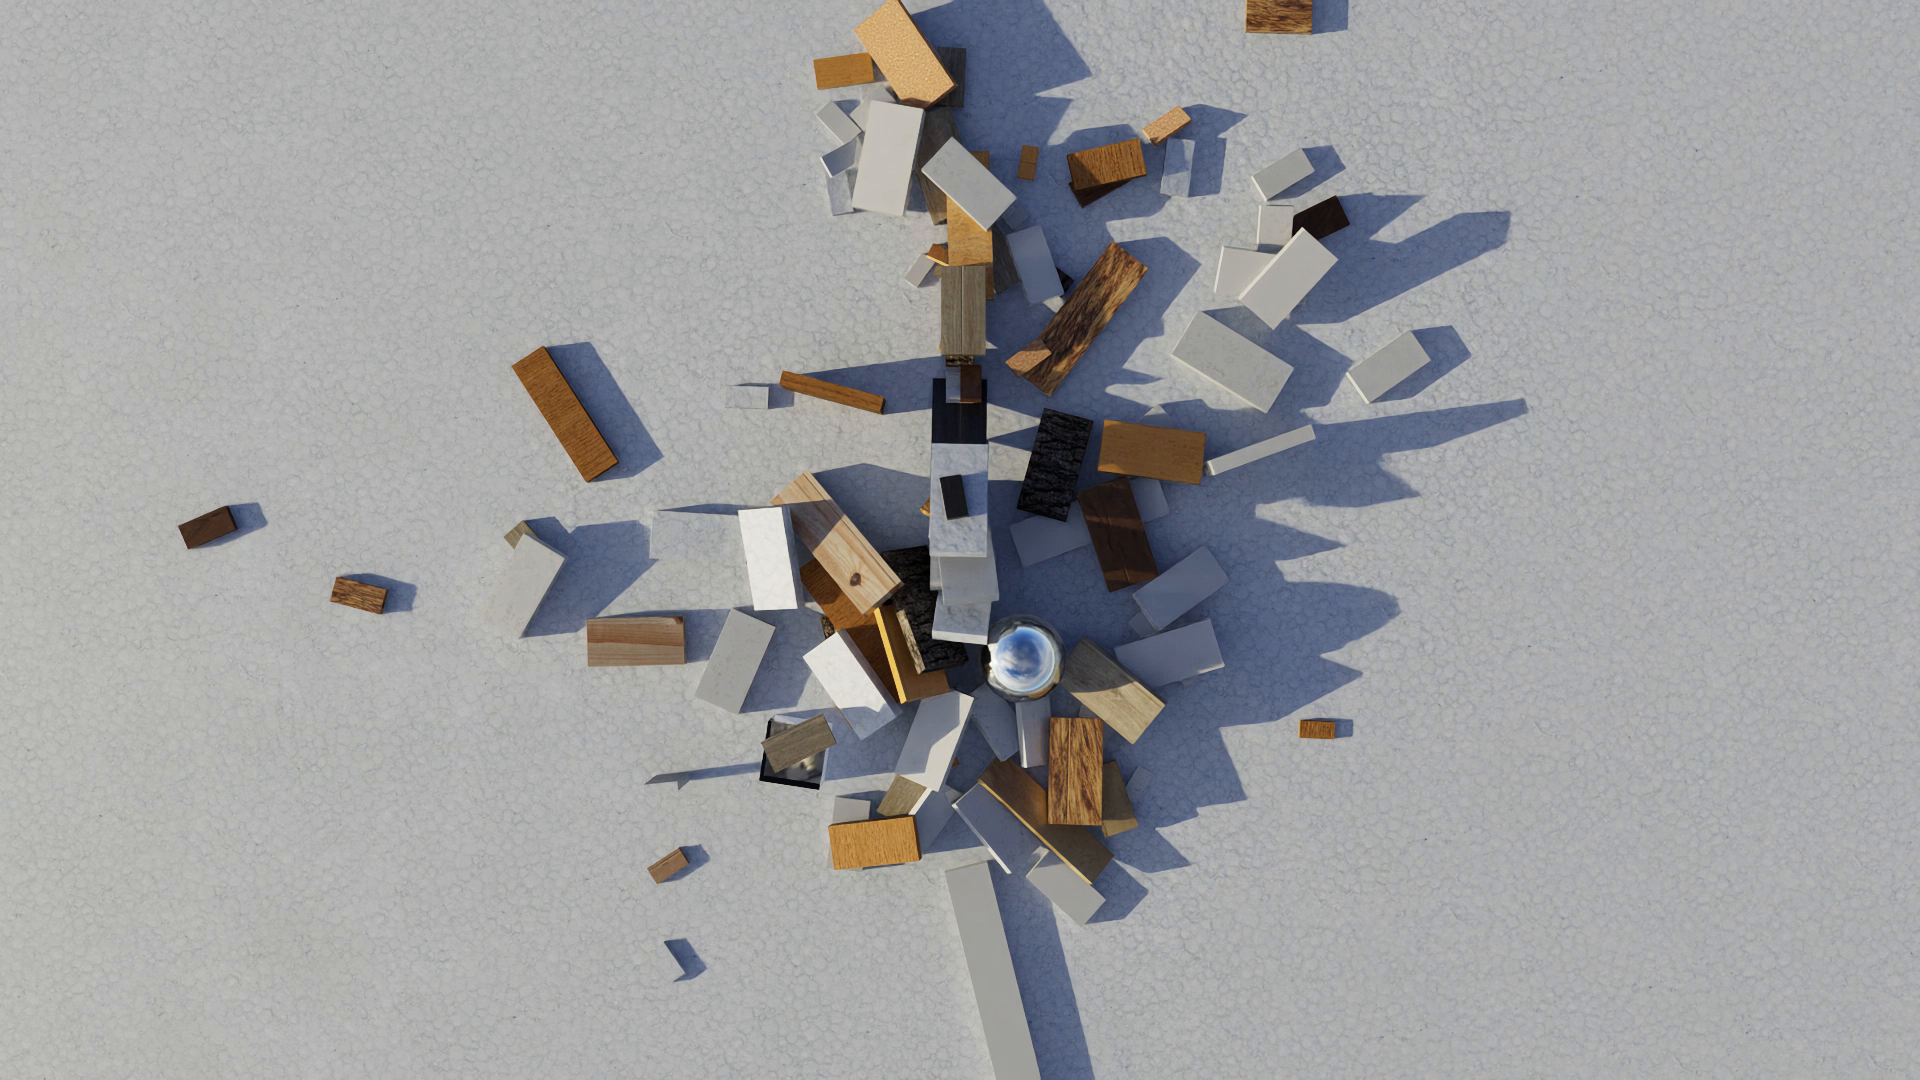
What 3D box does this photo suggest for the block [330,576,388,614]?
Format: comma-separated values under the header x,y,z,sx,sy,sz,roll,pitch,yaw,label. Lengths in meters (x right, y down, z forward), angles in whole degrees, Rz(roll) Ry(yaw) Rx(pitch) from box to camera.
x,y,z,sx,sy,sz,roll,pitch,yaw,label
-1.999,0.184,5.488,0.171,0.024,0.086,15,90,0,block

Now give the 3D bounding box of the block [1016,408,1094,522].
x,y,z,sx,sy,sz,roll,pitch,yaw,label
0.314,-0.248,5.452,0.169,0.048,0.344,15,84,4,block

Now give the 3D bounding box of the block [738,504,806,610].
x,y,z,sx,sy,sz,roll,pitch,yaw,label
-0.618,0.058,5.414,0.168,0.048,0.337,-3,100,28,block

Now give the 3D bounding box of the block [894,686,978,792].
x,y,z,sx,sy,sz,roll,pitch,yaw,label
-0.079,0.641,5.409,0.164,0.046,0.328,21,91,17,block

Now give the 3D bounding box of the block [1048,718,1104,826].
x,y,z,sx,sy,sz,roll,pitch,yaw,label
0.380,0.760,5.427,0.173,0.049,0.347,1,85,1,block

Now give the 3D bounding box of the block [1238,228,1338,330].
x,y,z,sx,sy,sz,roll,pitch,yaw,label
1.075,-0.857,5.408,0.152,0.043,0.304,38,106,-12,block

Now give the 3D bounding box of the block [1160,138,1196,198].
x,y,z,sx,sy,sz,roll,pitch,yaw,label
0.723,-1.240,5.487,0.093,0.026,0.186,7,90,0,block

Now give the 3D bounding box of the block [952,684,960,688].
x,y,z,sx,sy,sz,roll,pitch,yaw,label
-0.052,0.536,5.490,0.136,0.019,0.068,-23,90,0,block

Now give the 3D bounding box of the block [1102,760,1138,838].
x,y,z,sx,sy,sz,roll,pitch,yaw,label
0.498,0.856,5.467,0.116,0.033,0.231,-18,90,0,block

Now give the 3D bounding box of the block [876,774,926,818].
x,y,z,sx,sy,sz,roll,pitch,yaw,label
-0.142,0.778,5.471,0.118,0.034,0.340,29,93,2,block

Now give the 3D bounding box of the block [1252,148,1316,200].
x,y,z,sx,sy,sz,roll,pitch,yaw,label
1.075,-1.217,5.487,0.186,0.026,0.093,-31,90,0,block

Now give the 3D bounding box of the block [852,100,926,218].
x,y,z,sx,sy,sz,roll,pitch,yaw,label
-0.235,-1.256,5.438,0.175,0.050,0.351,12,95,9,block

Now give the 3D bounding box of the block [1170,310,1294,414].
x,y,z,sx,sy,sz,roll,pitch,yaw,label
0.903,-0.591,5.475,0.371,0.049,0.173,31,90,0,block

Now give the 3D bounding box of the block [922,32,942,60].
x,y,z,sx,sy,sz,roll,pitch,yaw,label
-0.154,-1.639,5.469,0.095,0.027,0.191,-37,89,20,block

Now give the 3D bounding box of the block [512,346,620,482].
x,y,z,sx,sy,sz,roll,pitch,yaw,label
-1.311,-0.417,5.482,0.125,0.035,0.458,-33,90,0,block

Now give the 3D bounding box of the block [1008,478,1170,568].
x,y,z,sx,sy,sz,roll,pitch,yaw,label
0.429,-0.068,5.479,0.518,0.042,0.147,-20,90,0,block

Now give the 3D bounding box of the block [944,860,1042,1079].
x,y,z,sx,sy,sz,roll,pitch,yaw,label
0.117,1.477,5.479,0.145,0.041,0.809,-14,90,0,block

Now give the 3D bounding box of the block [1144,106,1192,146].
x,y,z,sx,sy,sz,roll,pitch,yaw,label
0.688,-1.375,5.476,0.144,0.020,0.072,-34,66,0,block

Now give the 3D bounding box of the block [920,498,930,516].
x,y,z,sx,sy,sz,roll,pitch,yaw,label
-0.046,-0.087,5.340,0.146,0.021,0.073,30,62,14,block

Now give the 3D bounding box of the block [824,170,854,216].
x,y,z,sx,sy,sz,roll,pitch,yaw,label
-0.403,-1.157,5.490,0.073,0.021,0.146,-11,90,0,block

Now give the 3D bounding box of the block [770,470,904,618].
x,y,z,sx,sy,sz,roll,pitch,yaw,label
-0.403,0.008,5.386,0.164,0.046,0.517,-41,69,0,block

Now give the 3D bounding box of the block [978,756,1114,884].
x,y,z,sx,sy,sz,roll,pitch,yaw,label
0.283,0.919,5.458,0.508,0.035,0.123,43,67,0,block

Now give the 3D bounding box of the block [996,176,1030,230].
x,y,z,sx,sy,sz,roll,pitch,yaw,label
0.147,-1.122,5.490,0.072,0.020,0.178,-39,90,0,block

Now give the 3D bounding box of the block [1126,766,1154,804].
x,y,z,sx,sy,sz,roll,pitch,yaw,label
0.588,0.814,5.492,0.058,0.016,0.115,31,90,0,block

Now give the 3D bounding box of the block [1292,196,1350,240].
x,y,z,sx,sy,sz,roll,pitch,yaw,label
1.173,-1.049,5.485,0.217,0.031,0.108,-26,90,0,block

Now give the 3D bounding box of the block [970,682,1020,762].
x,y,z,sx,sy,sz,roll,pitch,yaw,label
0.119,0.596,5.460,0.123,0.035,0.247,-34,90,-23,block

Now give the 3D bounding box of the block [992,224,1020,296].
x,y,z,sx,sy,sz,roll,pitch,yaw,label
0.109,-0.952,5.483,0.121,0.034,0.246,-32,90,0,block

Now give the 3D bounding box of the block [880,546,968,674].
x,y,z,sx,sy,sz,roll,pitch,yaw,label
-0.122,0.224,5.370,0.173,0.049,0.416,-8,69,-35,block

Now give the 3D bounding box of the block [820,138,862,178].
x,y,z,sx,sy,sz,roll,pitch,yaw,label
-0.384,-1.268,5.466,0.144,0.020,0.072,-32,102,-14,block

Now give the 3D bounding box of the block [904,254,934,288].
x,y,z,sx,sy,sz,roll,pitch,yaw,label
-0.134,-0.898,5.493,0.053,0.015,0.105,35,90,0,block

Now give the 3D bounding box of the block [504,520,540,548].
x,y,z,sx,sy,sz,roll,pitch,yaw,label
-1.428,0.027,5.488,0.086,0.024,0.171,-41,90,0,block

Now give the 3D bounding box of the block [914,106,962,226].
x,y,z,sx,sy,sz,roll,pitch,yaw,label
-0.062,-1.242,5.475,0.176,0.050,0.351,-19,90,0,block

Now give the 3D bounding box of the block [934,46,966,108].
x,y,z,sx,sy,sz,roll,pitch,yaw,label
-0.031,-1.539,5.486,0.095,0.027,0.191,3,90,0,block

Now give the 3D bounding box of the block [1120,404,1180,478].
x,y,z,sx,sy,sz,roll,pitch,yaw,label
0.604,-0.324,5.482,0.249,0.035,0.125,-41,90,0,block

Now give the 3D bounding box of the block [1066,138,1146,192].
x,y,z,sx,sy,sz,roll,pitch,yaw,label
0.485,-1.240,5.456,0.242,0.034,0.121,-13,90,0,block

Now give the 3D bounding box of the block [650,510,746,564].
x,y,z,sx,sy,sz,roll,pitch,yaw,label
-0.862,-0.009,5.477,0.319,0.045,0.159,4,90,0,block

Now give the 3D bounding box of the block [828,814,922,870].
x,y,z,sx,sy,sz,roll,pitch,yaw,label
-0.280,0.992,5.414,0.291,0.041,0.145,-9,90,13,block

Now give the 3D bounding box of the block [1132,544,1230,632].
x,y,z,sx,sy,sz,roll,pitch,yaw,label
0.730,0.158,5.449,0.293,0.042,0.147,-34,89,-11,block

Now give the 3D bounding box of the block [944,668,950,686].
x,y,z,sx,sy,sz,roll,pitch,yaw,label
-0.103,0.453,5.490,0.136,0.019,0.068,-4,90,0,block

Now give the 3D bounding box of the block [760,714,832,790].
x,y,z,sx,sy,sz,roll,pitch,yaw,label
-0.535,0.693,5.402,0.196,0.196,0.196,9,90,0,block

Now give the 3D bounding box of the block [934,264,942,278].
x,y,z,sx,sy,sz,roll,pitch,yaw,label
-0.031,-0.887,5.493,0.105,0.015,0.053,25,90,0,block

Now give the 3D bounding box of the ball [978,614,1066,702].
x,y,z,sx,sy,sz,roll,pitch,yaw,label
0.202,0.384,5.356,0.289,0.289,0.289,0,90,0,ball

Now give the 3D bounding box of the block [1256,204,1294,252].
x,y,z,sx,sy,sz,roll,pitch,yaw,label
1.037,-0.989,5.446,0.108,0.031,0.229,1,110,0,block

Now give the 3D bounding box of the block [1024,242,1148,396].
x,y,z,sx,sy,sz,roll,pitch,yaw,label
0.402,-0.733,5.478,0.152,0.043,0.532,38,90,0,block

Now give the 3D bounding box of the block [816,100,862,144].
x,y,z,sx,sy,sz,roll,pitch,yaw,label
-0.404,-1.386,5.490,0.072,0.020,0.143,-44,90,0,block

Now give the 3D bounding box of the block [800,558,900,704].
x,y,z,sx,sy,sz,roll,pitch,yaw,label
-0.313,0.276,5.429,0.168,0.048,0.545,-37,88,-1,block

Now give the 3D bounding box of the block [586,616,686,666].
x,y,z,sx,sy,sz,roll,pitch,yaw,label
-1.073,0.336,5.477,0.319,0.045,0.159,-1,90,0,block

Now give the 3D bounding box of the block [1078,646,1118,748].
x,y,z,sx,sy,sz,roll,pitch,yaw,label
0.468,0.522,5.484,0.116,0.033,0.324,14,90,0,block

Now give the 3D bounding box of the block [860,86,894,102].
x,y,z,sx,sy,sz,roll,pitch,yaw,label
-0.273,-1.482,5.492,0.109,0.015,0.054,-5,90,0,block

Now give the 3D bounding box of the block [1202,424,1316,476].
x,y,z,sx,sy,sz,roll,pitch,yaw,label
0.979,-0.293,5.413,0.346,0.173,0.049,-20,90,0,block

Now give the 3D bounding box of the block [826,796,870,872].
x,y,z,sx,sy,sz,roll,pitch,yaw,label
-0.369,0.977,5.483,0.118,0.034,0.237,7,90,0,block
